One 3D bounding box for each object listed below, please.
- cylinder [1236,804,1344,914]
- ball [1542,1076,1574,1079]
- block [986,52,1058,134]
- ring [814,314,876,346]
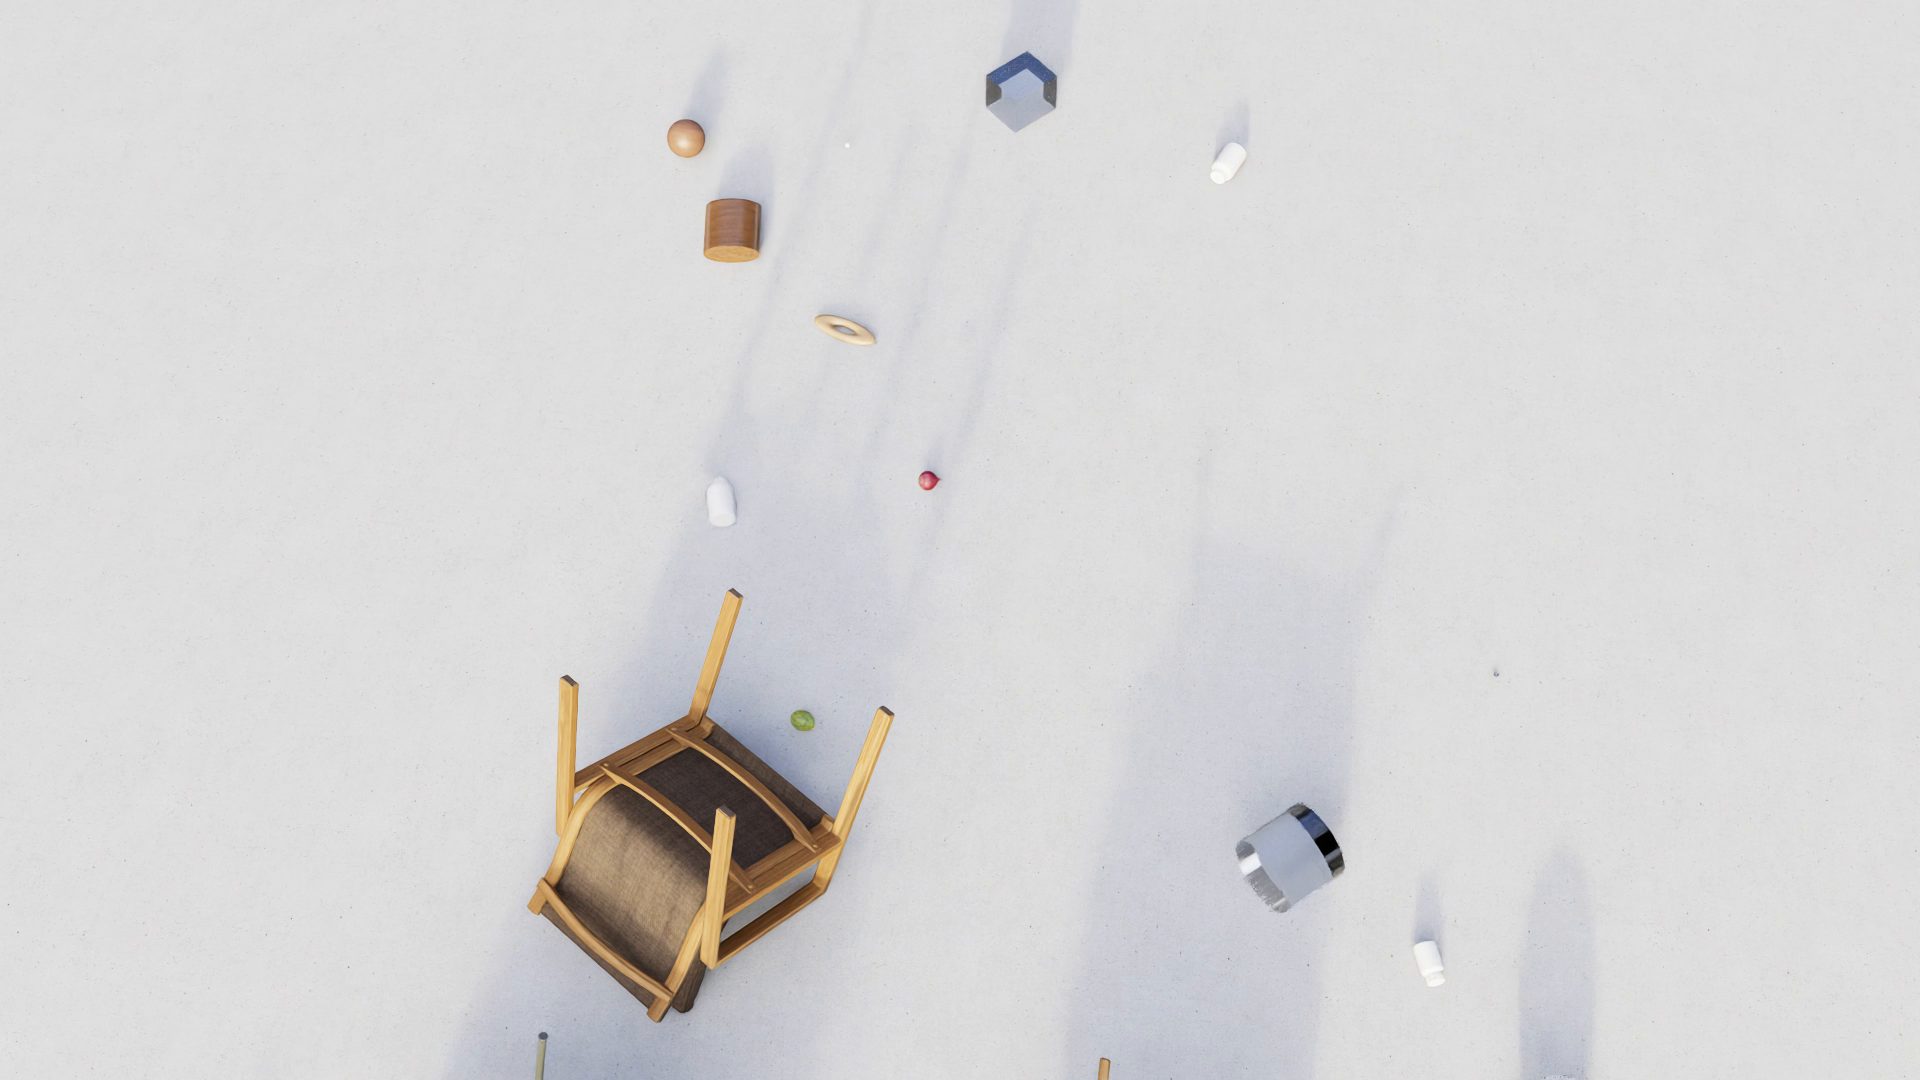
[{"bbox_3d":[0.881,0.850,5.874,0.193,0.214,0.223,-30,88,-18],"label":"cylinder"},{"bbox_3d":[1.498,1.440,5.487,0.201,0.201,0.201,0,56,0],"label":"ball"},{"bbox_3d":[0.209,-1.529,7.508,0.184,0.153,0.157,-34,63,-21],"label":"block"},{"bbox_3d":[-0.367,-0.669,7.007,0.220,0.026,0.082,23,60,15],"label":"ring"}]
